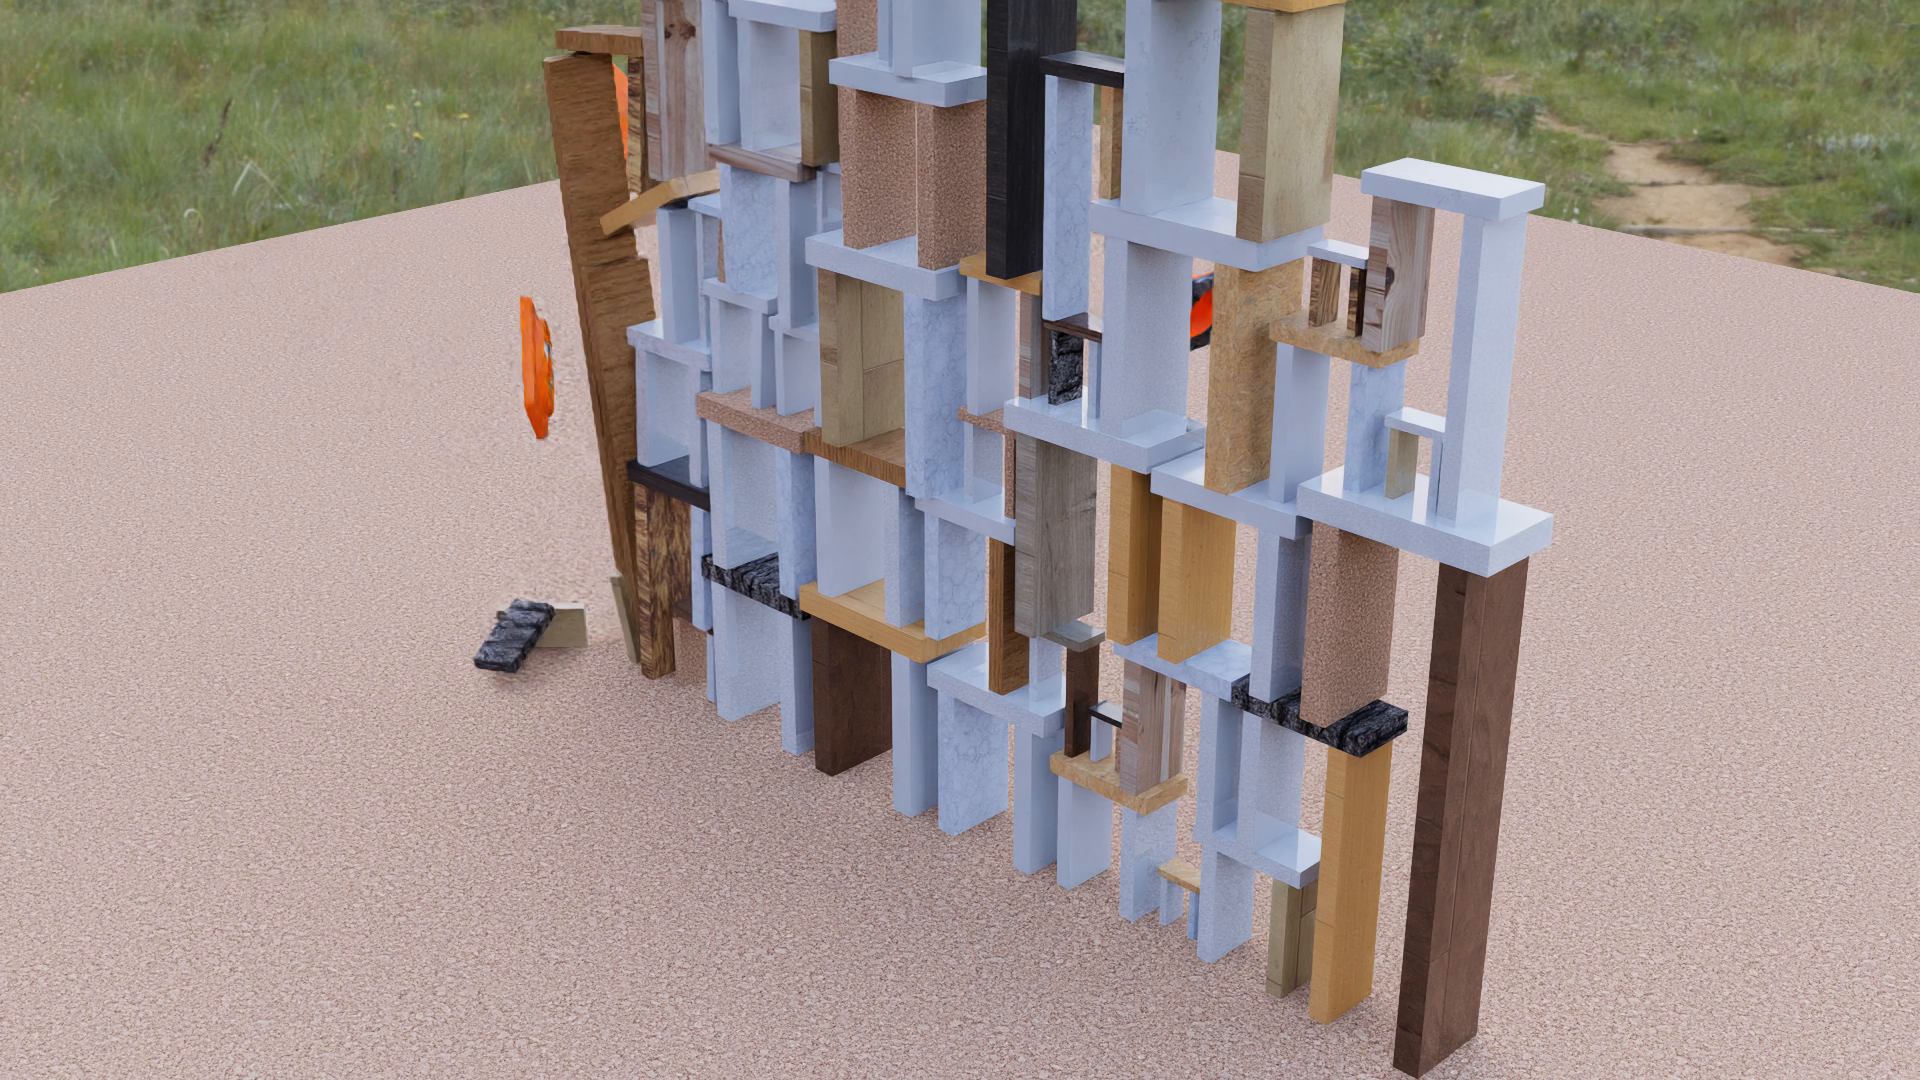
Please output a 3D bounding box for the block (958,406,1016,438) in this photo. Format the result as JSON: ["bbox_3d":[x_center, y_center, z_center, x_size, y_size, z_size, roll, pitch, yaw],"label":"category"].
[{"bbox_3d":[0.081,-0.222,4.043,0.079,0.022,0.158,-21,31,-40],"label":"block"}]

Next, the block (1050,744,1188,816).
[{"bbox_3d":[0.294,0.435,4.088,0.236,0.033,0.118,21,31,41],"label":"block"}]

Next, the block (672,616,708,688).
[{"bbox_3d":[-0.606,0.242,4.979,0.023,0.166,0.083,21,31,41],"label":"block"}]

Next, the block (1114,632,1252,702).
[{"bbox_3d":[0.414,0.203,3.864,0.133,0.038,0.266,-21,31,-40],"label":"block"}]

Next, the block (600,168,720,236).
[{"bbox_3d":[-0.622,-0.708,4.613,0.142,0.040,0.283,-22,4,-40],"label":"block"}]

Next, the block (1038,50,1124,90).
[{"bbox_3d":[0.229,-0.780,3.641,0.093,0.026,0.185,-21,31,-40],"label":"block"}]

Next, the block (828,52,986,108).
[{"bbox_3d":[-0.080,-0.832,3.953,0.299,0.042,0.149,21,31,40],"label":"block"}]

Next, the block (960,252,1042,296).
[{"bbox_3d":[0.103,-0.478,3.915,0.195,0.028,0.098,21,31,40],"label":"block"}]

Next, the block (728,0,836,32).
[{"bbox_3d":[-0.304,-0.994,4.127,0.253,0.036,0.126,20,30,39],"label":"block"}]

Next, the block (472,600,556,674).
[{"bbox_3d":[-1.018,0.219,5.025,0.101,0.029,0.203,7,43,19],"label":"block"}]

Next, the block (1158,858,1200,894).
[{"bbox_3d":[0.417,0.616,4.032,0.101,0.014,0.050,21,31,41],"label":"block"}]

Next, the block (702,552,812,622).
[{"bbox_3d":[-0.384,0.079,4.681,0.326,0.046,0.163,21,31,41],"label":"block"}]

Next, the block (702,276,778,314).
[{"bbox_3d":[-0.417,-0.504,4.468,0.103,0.029,0.207,-21,30,-40],"label":"block"}]

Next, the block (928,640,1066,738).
[{"bbox_3d":[0.100,0.285,4.240,0.310,0.044,0.155,21,31,41],"label":"block"}]

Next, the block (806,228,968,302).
[{"bbox_3d":[-0.106,-0.524,4.112,0.352,0.050,0.176,21,31,41],"label":"block"}]

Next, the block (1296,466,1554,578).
[{"bbox_3d":[0.721,-0.040,3.431,0.353,0.050,0.176,21,31,41],"label":"block"}]

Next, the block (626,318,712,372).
[{"bbox_3d":[-0.571,-0.420,4.674,0.269,0.038,0.135,21,31,40],"label":"block"}]

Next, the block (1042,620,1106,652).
[{"bbox_3d":[0.194,0.168,4.078,0.140,0.020,0.070,21,31,41],"label":"block"}]

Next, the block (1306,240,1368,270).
[{"bbox_3d":[0.597,-0.441,3.393,0.055,0.016,0.111,-20,30,-39],"label":"block"}]

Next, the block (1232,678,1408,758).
[{"bbox_3d":[0.602,0.282,3.687,0.265,0.037,0.132,21,31,41],"label":"block"}]

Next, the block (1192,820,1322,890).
[{"bbox_3d":[0.537,0.533,3.863,0.234,0.033,0.117,21,31,40],"label":"block"}]

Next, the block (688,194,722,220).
[{"bbox_3d":[-0.481,-0.673,4.452,0.136,0.019,0.068,23,32,39],"label":"block"}]

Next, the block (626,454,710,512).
[{"bbox_3d":[-0.578,-0.134,4.795,0.290,0.041,0.145,20,30,40],"label":"block"}]

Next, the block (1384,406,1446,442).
[{"bbox_3d":[0.716,-0.176,3.371,0.058,0.016,0.115,-21,31,-41],"label":"block"}]

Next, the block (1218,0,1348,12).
[{"bbox_3d":[0.425,-0.872,3.392,0.178,0.050,0.355,-21,31,-41],"label":"block"}]

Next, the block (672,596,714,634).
[{"bbox_3d":[-0.558,0.167,4.904,0.166,0.023,0.083,24,33,39],"label":"block"}]

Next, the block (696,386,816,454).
[{"bbox_3d":[-0.375,-0.258,4.519,0.328,0.046,0.164,21,31,41],"label":"block"}]

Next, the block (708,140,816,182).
[{"bbox_3d":[-0.356,-0.749,4.290,0.262,0.037,0.131,21,31,40],"label":"block"}]

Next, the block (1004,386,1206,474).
[{"bbox_3d":[0.254,-0.201,3.858,0.332,0.047,0.166,21,31,41],"label":"block"}]

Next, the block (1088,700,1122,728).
[{"bbox_3d":[0.286,0.323,4.058,0.046,0.013,0.092,-21,31,-40],"label":"block"}]

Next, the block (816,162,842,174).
[{"bbox_3d":[-0.216,-0.708,4.173,0.112,0.016,0.056,21,31,40],"label":"block"}]

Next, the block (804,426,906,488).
[{"bbox_3d":[-0.150,-0.176,4.309,0.299,0.042,0.149,21,31,41],"label":"block"}]

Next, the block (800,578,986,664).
[{"bbox_3d":[-0.138,0.143,4.441,0.358,0.051,0.179,21,31,41],"label":"block"}]

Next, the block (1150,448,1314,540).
[{"bbox_3d":[0.482,-0.080,3.663,0.300,0.042,0.150,21,31,40],"label":"block"}]

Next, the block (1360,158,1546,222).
[{"bbox_3d":[0.720,-0.515,3.222,0.237,0.034,0.118,21,31,40],"label":"block"}]

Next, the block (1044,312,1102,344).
[{"bbox_3d":[0.220,-0.373,3.823,0.069,0.020,0.139,-21,31,-40],"label":"block"}]

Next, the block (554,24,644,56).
[{"bbox_3d":[-0.685,-1.027,4.522,0.275,0.039,0.138,13,23,33],"label":"block"}]

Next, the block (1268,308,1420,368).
[{"bbox_3d":[0.601,-0.318,3.443,0.105,0.030,0.211,-21,31,-40],"label":"block"}]

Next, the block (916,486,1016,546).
[{"bbox_3d":[0.052,-0.060,4.141,0.130,0.037,0.260,-21,31,-40],"label":"block"}]

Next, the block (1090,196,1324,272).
[{"bbox_3d":[0.398,-0.510,3.578,0.346,0.049,0.173,21,31,40],"label":"block"}]

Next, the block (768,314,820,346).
[{"bbox_3d":[-0.291,-0.422,4.364,0.086,0.024,0.172,-21,31,-40],"label":"block"}]
